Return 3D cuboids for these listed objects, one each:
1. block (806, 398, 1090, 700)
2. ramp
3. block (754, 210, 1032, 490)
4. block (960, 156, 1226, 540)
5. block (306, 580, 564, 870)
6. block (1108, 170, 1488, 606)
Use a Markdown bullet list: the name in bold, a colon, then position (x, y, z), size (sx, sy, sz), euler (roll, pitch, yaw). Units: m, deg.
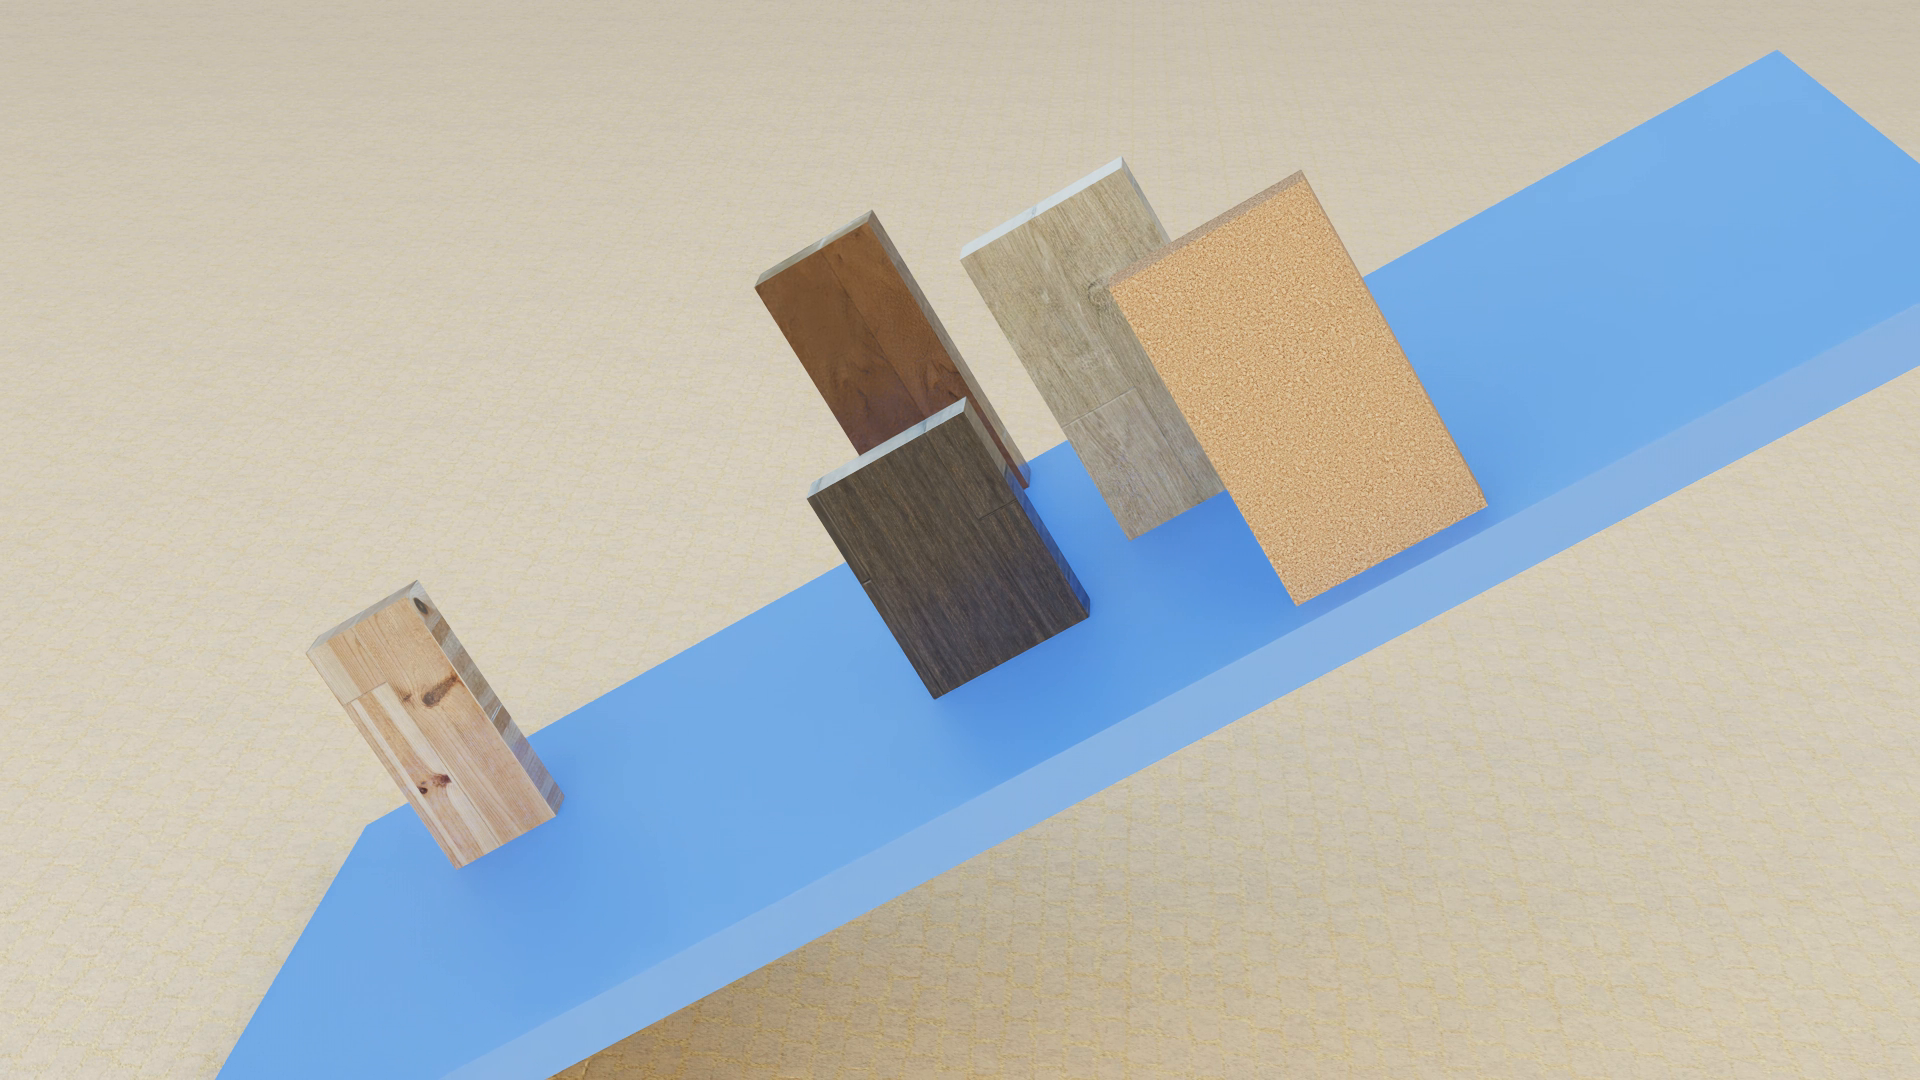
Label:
- **block**: position (-0.020, 0.019, 5.917), size (0.364, 0.495, 0.105), euler (-29, 15, 12)
- **ramp**: position (0.142, 0.168, 6.286), size (4.000, 0.100, 2.000), euler (-29, 15, 12)
- **block**: position (-0.155, -0.381, 7.010), size (0.312, 0.743, 0.135), euler (-29, 15, 12)
- **block**: position (0.345, -0.394, 6.119), size (0.381, 0.700, 0.121), euler (-29, 15, 12)
- **block**: position (-1.199, 0.427, 6.745), size (0.278, 0.616, 0.113), euler (-29, 15, 12)
- **block**: position (0.600, -0.263, 5.213), size (0.385, 0.678, 0.089), euler (-29, 15, 12)
